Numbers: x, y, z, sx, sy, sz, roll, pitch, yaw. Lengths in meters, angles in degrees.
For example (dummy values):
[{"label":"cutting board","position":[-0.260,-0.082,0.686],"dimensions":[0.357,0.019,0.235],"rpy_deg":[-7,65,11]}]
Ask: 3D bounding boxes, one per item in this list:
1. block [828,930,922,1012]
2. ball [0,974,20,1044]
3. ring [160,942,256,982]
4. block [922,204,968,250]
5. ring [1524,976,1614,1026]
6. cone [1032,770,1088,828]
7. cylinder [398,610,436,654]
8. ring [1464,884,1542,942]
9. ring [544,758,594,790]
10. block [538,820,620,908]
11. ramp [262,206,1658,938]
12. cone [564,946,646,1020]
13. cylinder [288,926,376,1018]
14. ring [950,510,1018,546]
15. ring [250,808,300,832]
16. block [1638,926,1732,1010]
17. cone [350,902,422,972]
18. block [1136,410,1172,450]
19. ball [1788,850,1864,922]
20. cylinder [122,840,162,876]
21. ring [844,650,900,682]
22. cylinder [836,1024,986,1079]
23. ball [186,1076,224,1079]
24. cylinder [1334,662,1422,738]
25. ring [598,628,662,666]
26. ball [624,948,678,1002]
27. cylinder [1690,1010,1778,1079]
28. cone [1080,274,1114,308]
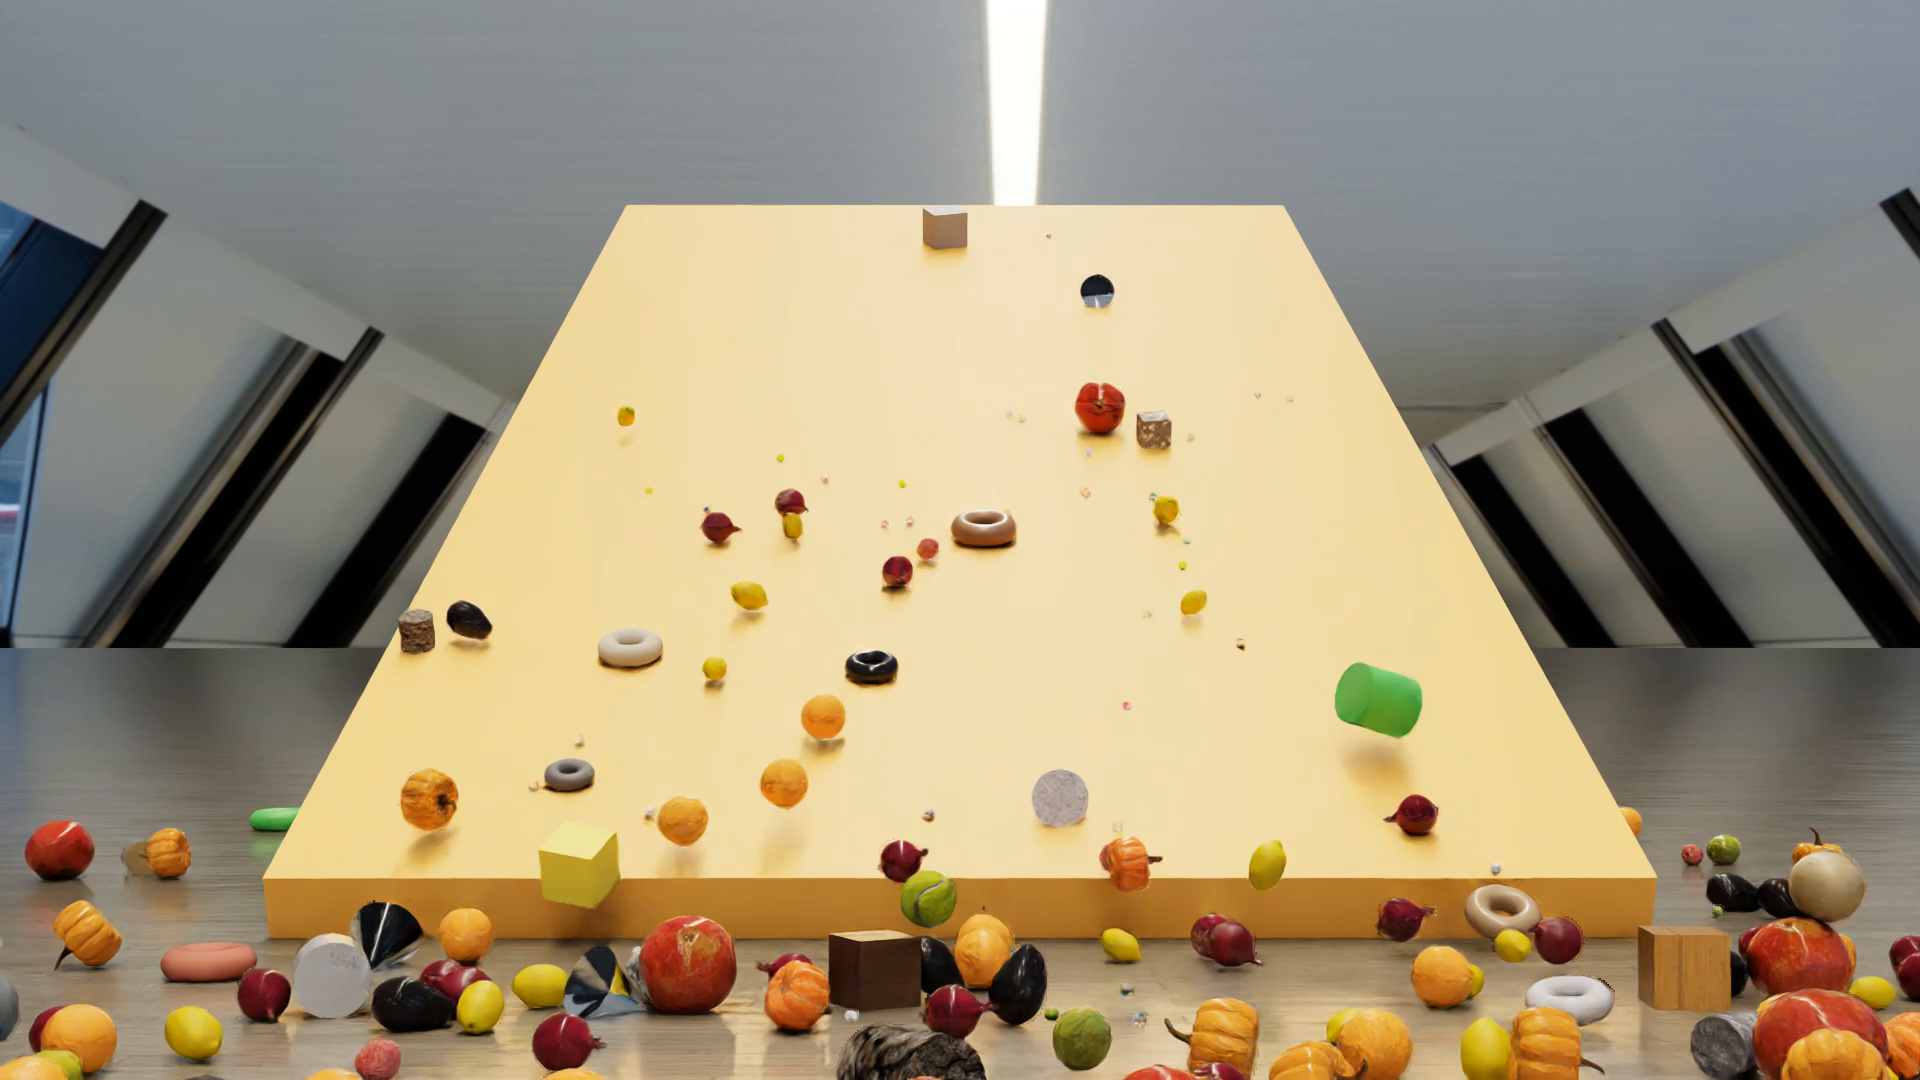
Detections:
[{"label":"block","position":[-0.101,0.510,2.725],"dimensions":[0.081,0.081,0.081],"rpy_deg":[1,-3,-30]},{"label":"ball","position":[-0.936,0.446,2.179],"dimensions":[0.082,0.082,0.082],"rpy_deg":[0,-3,0]},{"label":"ring","position":[-0.962,0.541,2.943],"dimensions":[0.118,0.039,0.118],"rpy_deg":[-1,-2,0]},{"label":"block","position":[-0.043,-0.892,6.553],"dimensions":[0.100,0.100,0.100],"rpy_deg":[-8,24,-20]},{"label":"ring","position":[0.685,0.518,2.585],"dimensions":[0.097,0.032,0.097],"rpy_deg":[-6,10,1]},{"label":"cone","position":[0.145,0.390,3.476],"dimensions":[0.087,0.087,0.087],"rpy_deg":[0,-5,-6]},{"label":"cylinder","position":[-0.949,0.159,4.012],"dimensions":[0.059,0.059,0.059],"rpy_deg":[0,22,0]},{"label":"ring","position":[0.757,0.521,3.206],"dimensions":[0.107,0.036,0.107],"rpy_deg":[2,29,-1]},{"label":"ring","position":[-0.604,0.363,3.557],"dimensions":[0.078,0.026,0.078],"rpy_deg":[1,22,0]},{"label":"block","position":[-0.538,0.459,3.249],"dimensions":[0.081,0.081,0.081],"rpy_deg":[8,26,16]},{"label":"ramp","position":[-0.007,-0.221,5.166],"dimensions":[2.000,0.100,4.000],"rpy_deg":[0,22,0]},{"label":"cone","position":[-0.395,0.527,2.657],"dimensions":[0.089,0.089,0.089],"rpy_deg":[-3,-30,48]},{"label":"cylinder","position":[-0.727,0.504,2.661],"dimensions":[0.087,0.087,0.087],"rpy_deg":[1,12,-26]},{"label":"ring","position":[0.047,-0.023,4.489],"dimensions":[0.131,0.044,0.131],"rpy_deg":[0,21,0]},{"label":"ring","position":[-1.553,0.640,5.261],"dimensions":[0.140,0.047,0.140],"rpy_deg":[-1,-2,0]},{"label":"block","position":[0.858,0.507,2.725],"dimensions":[0.087,0.087,0.087],"rpy_deg":[0,-3,4]},{"label":"cone","position":[-0.764,0.541,3.011],"dimensions":[0.096,0.096,0.096],"rpy_deg":[0,24,2]},{"label":"block","position":[0.421,-0.240,4.997],"dimensions":[0.063,0.063,0.063],"rpy_deg":[-4,22,-10]},{"label":"ball","position":[1.023,0.410,2.714],"dimensions":[0.084,0.084,0.084],"rpy_deg":[0,-3,0]},{"label":"cylinder","position":[-1.509,0.586,4.234],"dimensions":[0.063,0.063,0.063],"rpy_deg":[1,-3,-26]},{"label":"ring","position":[-0.151,0.215,3.917],"dimensions":[0.094,0.031,0.094],"rpy_deg":[0,21,0]},{"label":"cylinder","position":[-0.042,0.467,1.975],"dimensions":[0.092,0.092,0.092],"rpy_deg":[2,-6,-38]},{"label":"ball","position":[-0.625,0.478,1.896],"dimensions":[0.071,0.071,0.071],"rpy_deg":[0,-3,0]},{"label":"cylinder","position":[0.660,0.253,3.624],"dimensions":[0.098,0.098,0.098],"rpy_deg":[18,-9,-23]},{"label":"ring","position":[-0.571,0.186,3.979],"dimensions":[0.113,0.038,0.113],"rpy_deg":[1,21,0]},{"label":"ball","position":[-0.368,0.519,2.742],"dimensions":[0.065,0.065,0.065],"rpy_deg":[0,-3,0]},{"label":"cylinder","position":[0.767,0.499,2.276],"dimensions":[0.061,0.061,0.061],"rpy_deg":[1,-3,-39]},{"label":"cone","position":[0.354,-0.643,6.020],"dimensions":[0.089,0.089,0.089],"rpy_deg":[0,-5,-5]}]
